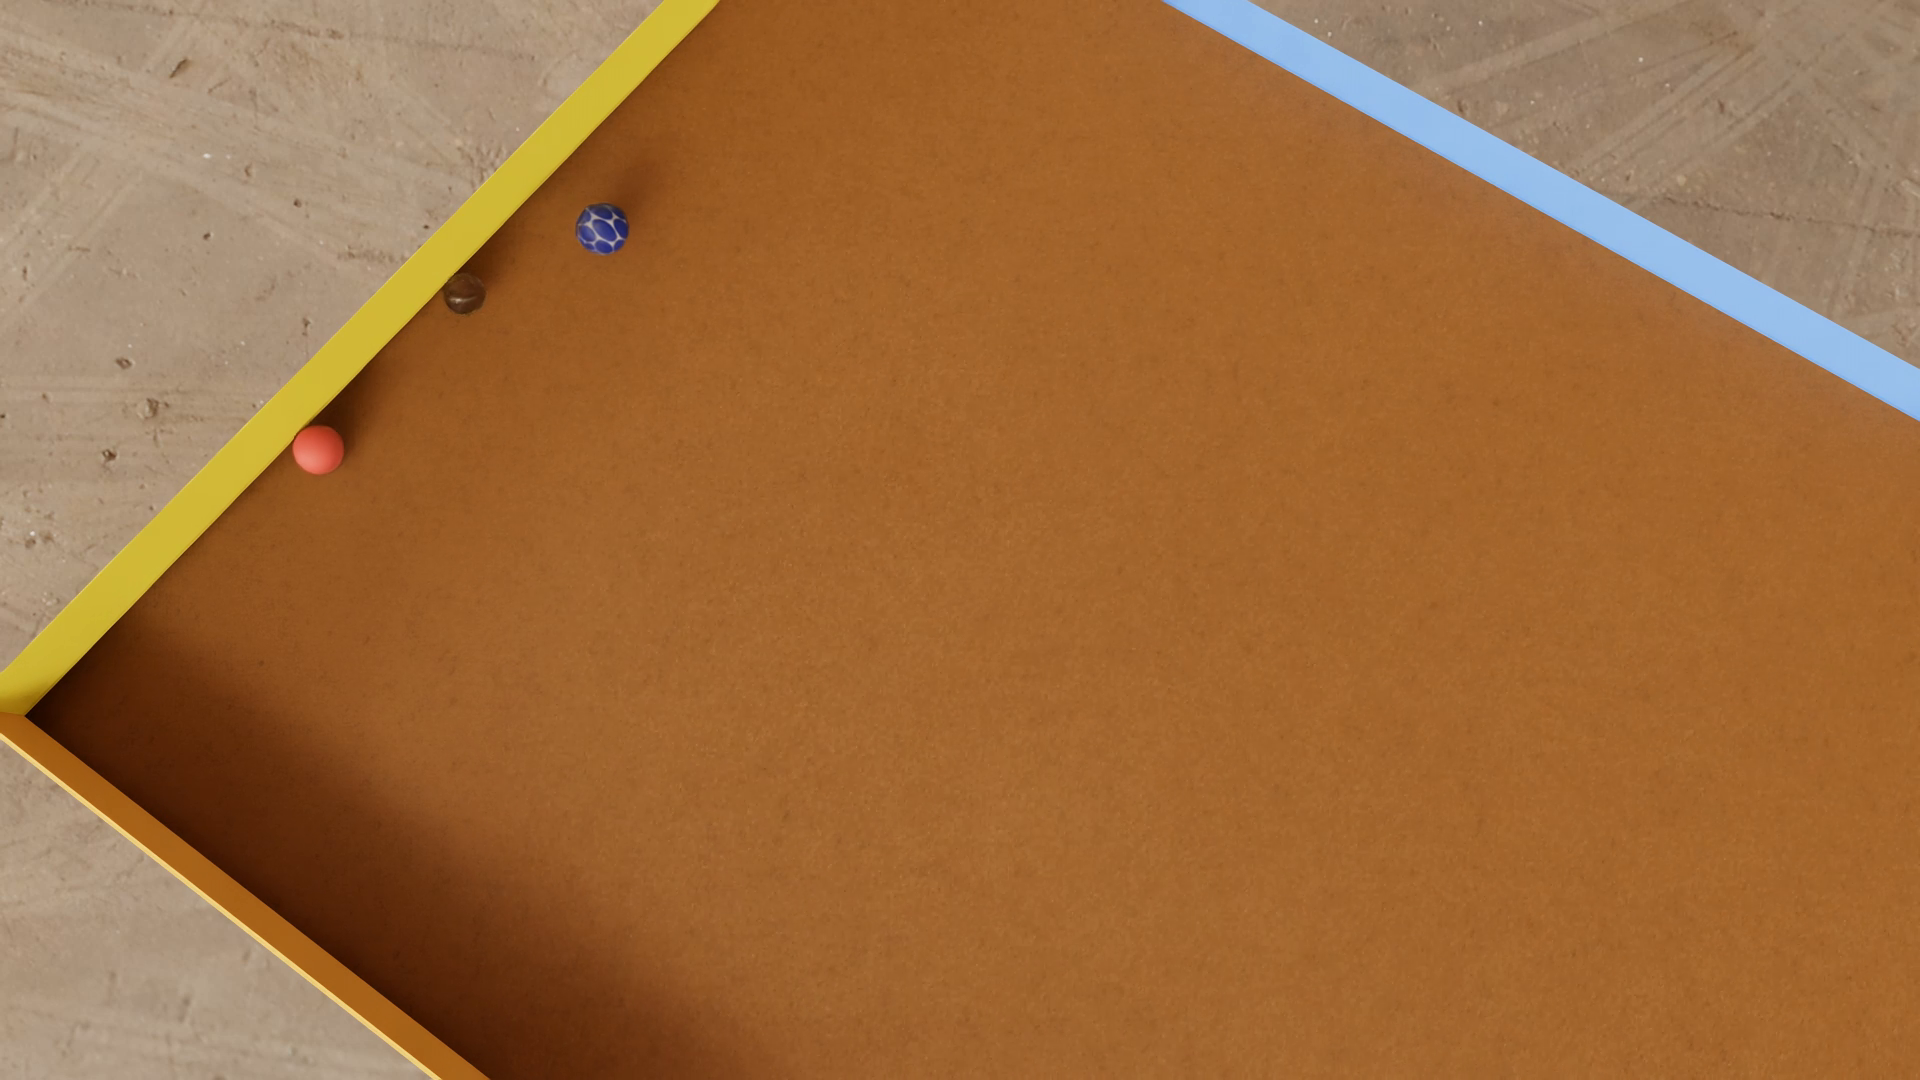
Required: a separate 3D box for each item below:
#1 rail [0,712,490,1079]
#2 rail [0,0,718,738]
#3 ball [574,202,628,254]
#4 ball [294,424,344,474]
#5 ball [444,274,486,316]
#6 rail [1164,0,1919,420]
[{"bbox_3d":[0.187,1.371,2.902,4.197,0.118,0.045,33,68,15],"label":"rail"},{"bbox_3d":[-0.831,-0.547,3.836,0.045,0.118,2.314,33,68,15],"label":"rail"},{"bbox_3d":[-0.629,-0.545,3.851,0.091,0.091,0.091,0,64,0],"label":"ball"},{"bbox_3d":[-1.068,-0.151,3.664,0.082,0.082,0.082,0,64,0],"label":"ball"},{"bbox_3d":[-0.857,-0.425,3.803,0.072,0.072,0.072,0,64,0],"label":"ball"},{"bbox_3d":[1.514,-0.281,3.707,4.197,0.118,0.045,33,68,15],"label":"rail"}]
